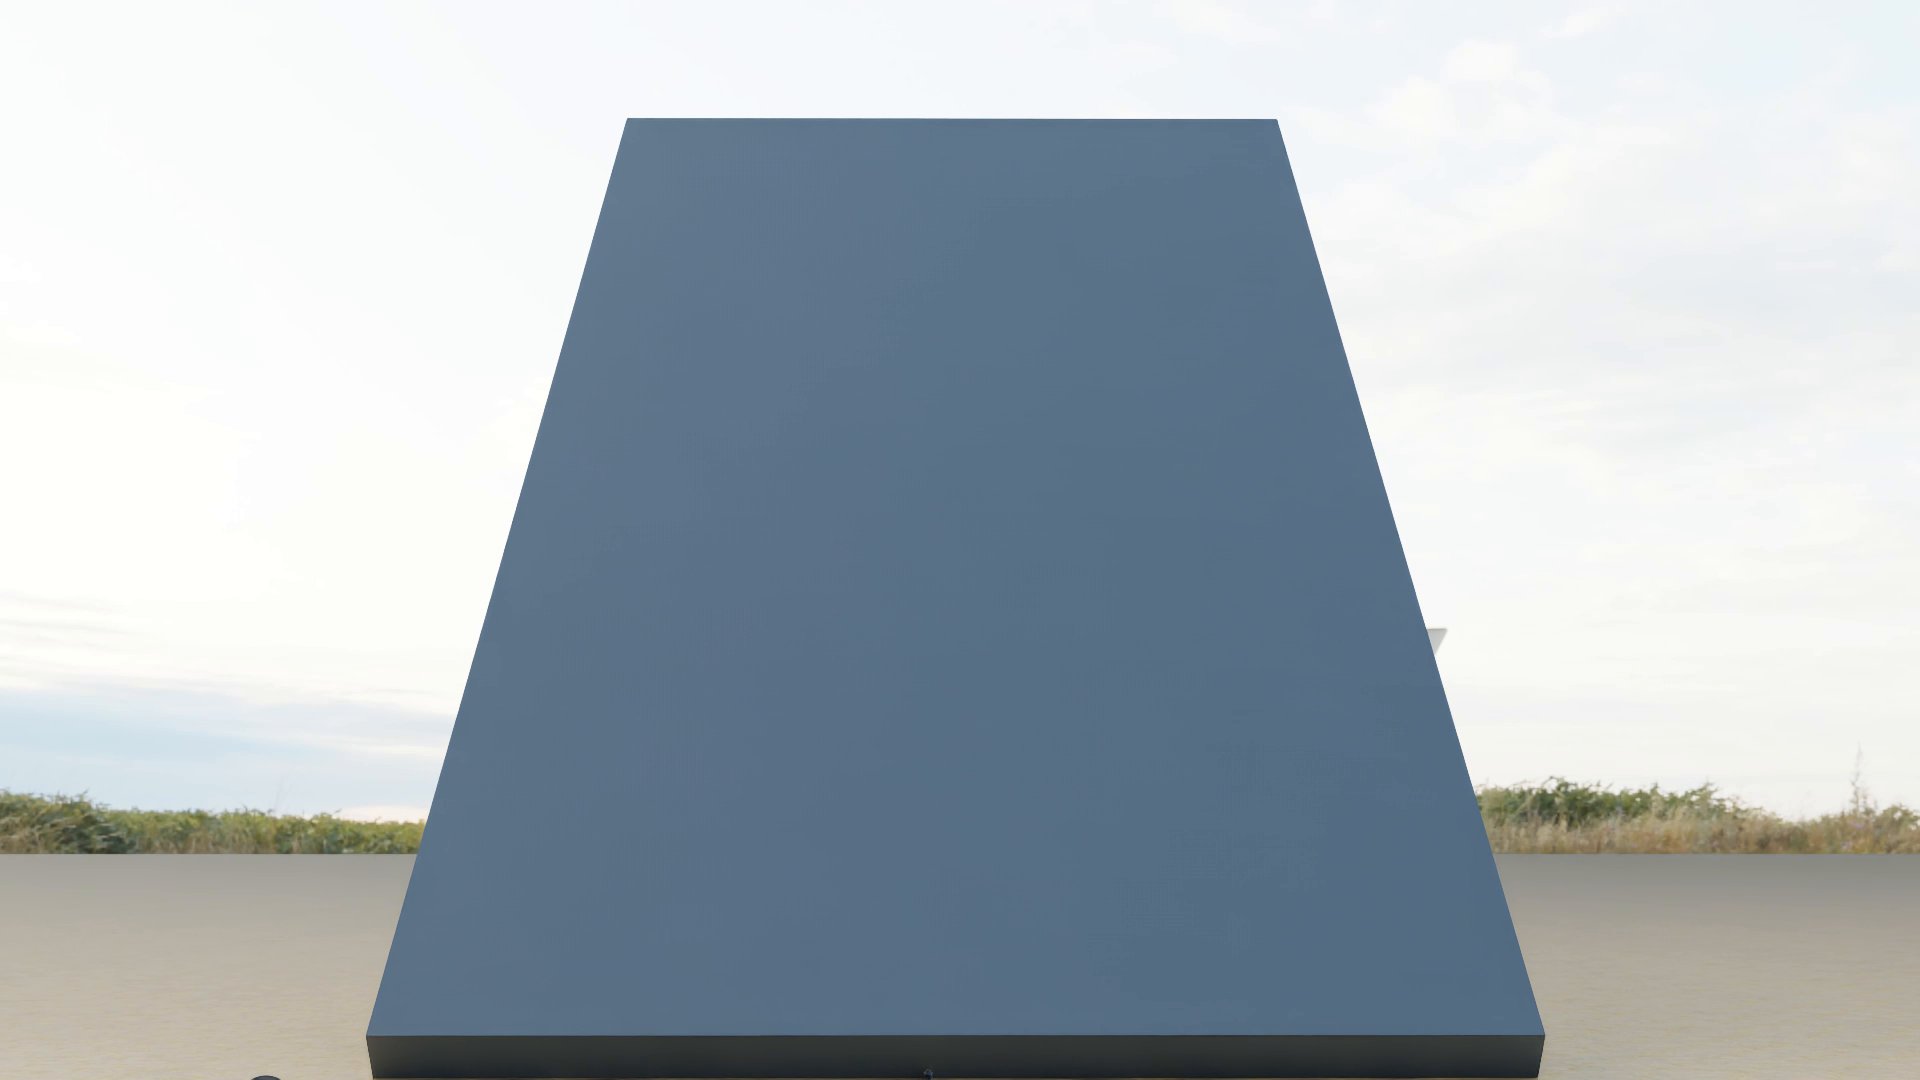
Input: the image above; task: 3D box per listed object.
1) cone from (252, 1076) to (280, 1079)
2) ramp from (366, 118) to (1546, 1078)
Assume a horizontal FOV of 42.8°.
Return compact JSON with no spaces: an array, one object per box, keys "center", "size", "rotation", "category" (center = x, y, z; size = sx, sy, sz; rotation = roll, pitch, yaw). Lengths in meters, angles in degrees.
[{"center":[-0.978,0.814,3.476],"size":[0.082,0.082,0.082],"rotation":[-1,-34,6],"category":"cone"},{"center":[-0.015,-0.187,5.870],"size":[2.000,0.100,4.000],"rotation":[0,32,0],"category":"ramp"}]
